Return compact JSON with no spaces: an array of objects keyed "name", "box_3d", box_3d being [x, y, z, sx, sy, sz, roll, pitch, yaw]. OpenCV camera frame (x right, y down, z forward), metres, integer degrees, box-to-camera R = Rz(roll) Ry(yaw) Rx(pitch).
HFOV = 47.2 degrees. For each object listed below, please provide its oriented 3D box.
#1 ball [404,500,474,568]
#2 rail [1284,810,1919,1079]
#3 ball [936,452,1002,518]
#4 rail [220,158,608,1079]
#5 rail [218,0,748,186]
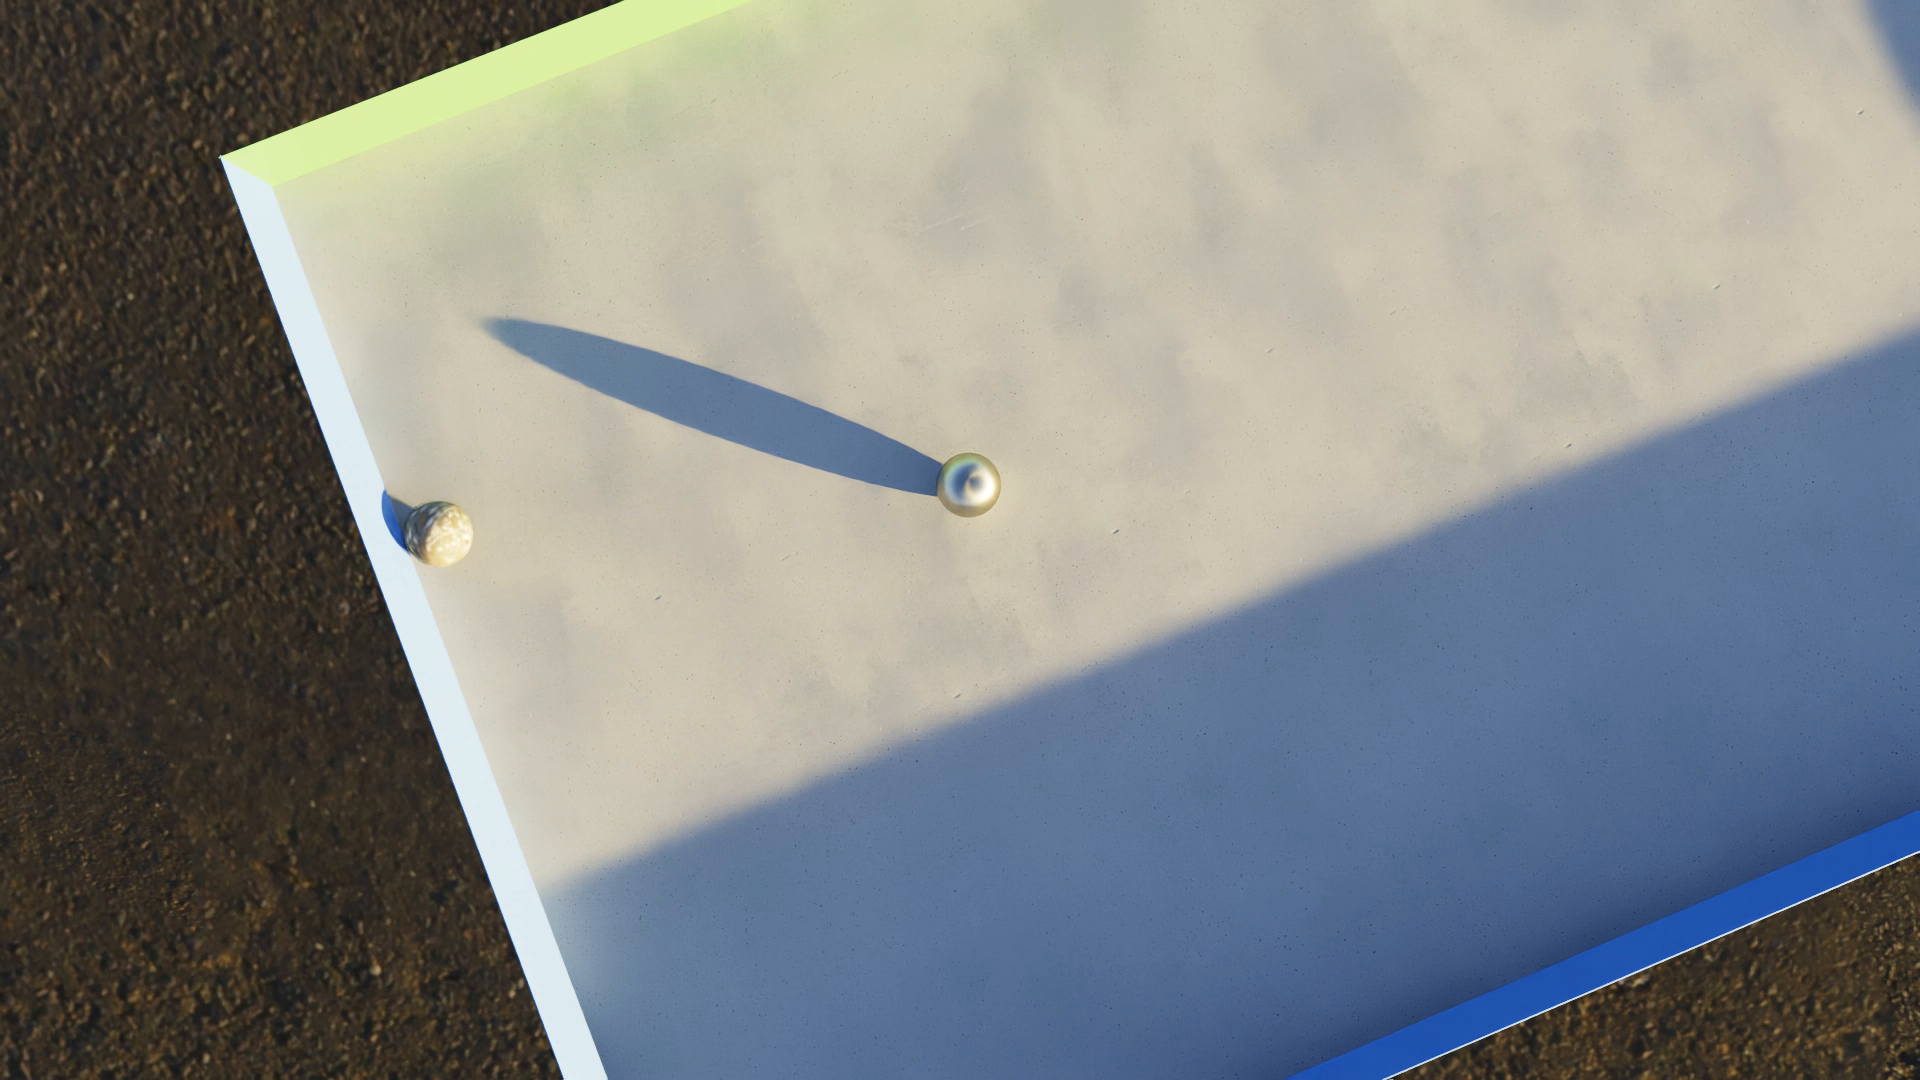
[{"name":"ball","box_3d":[-0.772,-0.009,3.259,0.099,0.099,0.099,0,81,0]},{"name":"rail","box_3d":[1.092,0.534,3.159,3.219,0.128,0.045,-22,82,-3]},{"name":"ball","box_3d":[0.013,-0.082,3.272,0.097,0.097,0.097,0,81,0]},{"name":"rail","box_3d":[-0.723,0.290,3.197,0.045,0.128,1.880,-22,82,-3]},{"name":"rail","box_3d":[0.397,-1.142,3.420,3.219,0.128,0.045,-22,82,-3]}]
